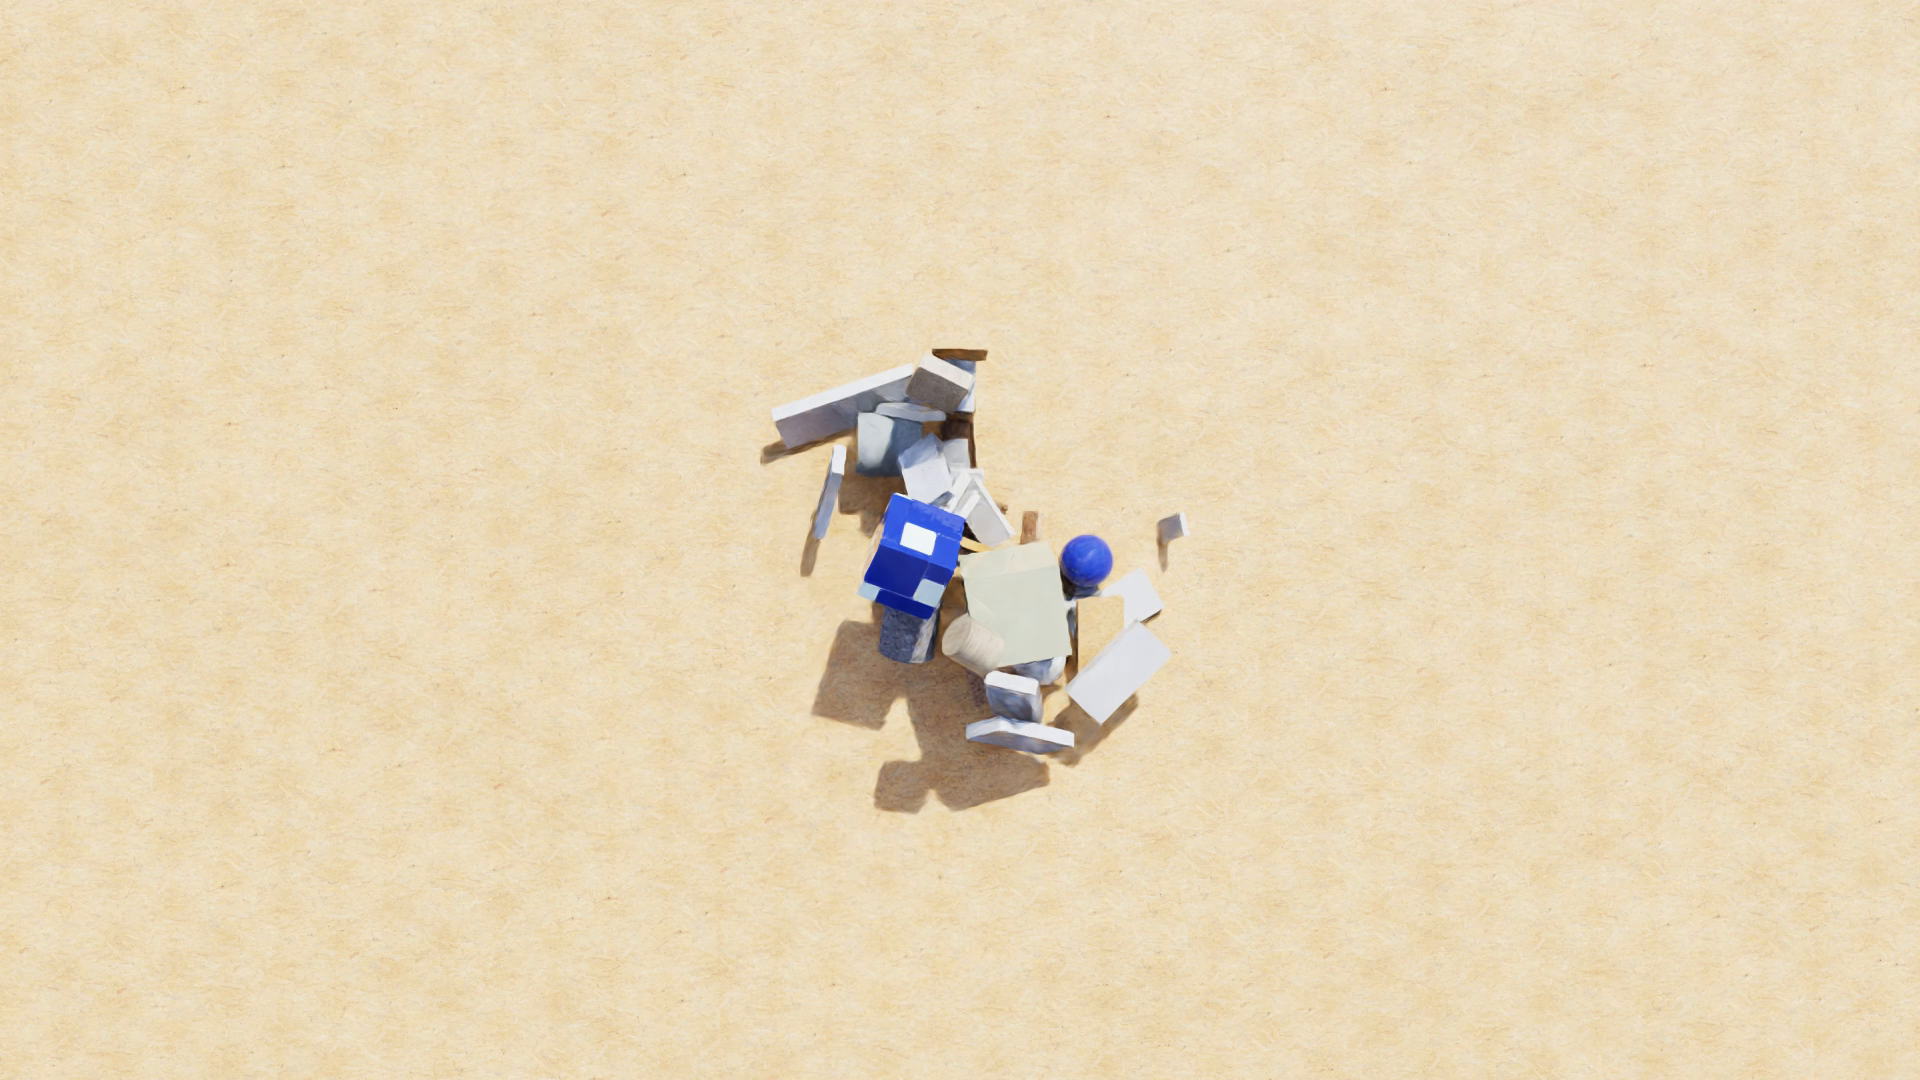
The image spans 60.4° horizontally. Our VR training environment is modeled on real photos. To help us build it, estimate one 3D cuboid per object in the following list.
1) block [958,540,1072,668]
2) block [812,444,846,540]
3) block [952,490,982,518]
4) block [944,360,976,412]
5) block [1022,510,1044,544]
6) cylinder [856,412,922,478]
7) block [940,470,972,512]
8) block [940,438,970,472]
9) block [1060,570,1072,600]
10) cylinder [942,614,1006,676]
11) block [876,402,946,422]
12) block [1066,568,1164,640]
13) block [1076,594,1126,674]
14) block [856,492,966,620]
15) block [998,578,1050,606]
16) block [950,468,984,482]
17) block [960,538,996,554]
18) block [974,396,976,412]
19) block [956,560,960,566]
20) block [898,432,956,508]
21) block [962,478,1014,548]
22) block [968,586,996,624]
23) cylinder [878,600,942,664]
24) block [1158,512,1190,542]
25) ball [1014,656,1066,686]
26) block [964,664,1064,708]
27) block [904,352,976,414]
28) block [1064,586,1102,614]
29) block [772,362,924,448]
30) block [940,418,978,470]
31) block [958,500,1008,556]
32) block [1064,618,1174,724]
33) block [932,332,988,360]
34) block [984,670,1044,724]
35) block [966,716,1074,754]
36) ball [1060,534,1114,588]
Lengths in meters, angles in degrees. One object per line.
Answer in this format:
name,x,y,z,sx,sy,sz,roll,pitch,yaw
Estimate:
block,0.168,0.201,5.150,0.290,0.290,0.290,-10,105,-1
block,-0.419,-0.154,5.302,0.039,0.139,0.285,12,131,-9
block,-0.018,-0.074,5.204,0.028,0.099,0.198,52,46,-18
block,-0.006,-0.521,5.263,0.110,0.031,0.221,3,90,0
block,0.237,-0.012,5.455,0.023,0.082,0.165,6,90,-30
cylinder,-0.231,-0.309,5.391,0.206,0.206,0.206,2,90,-4
block,-0.055,-0.108,5.238,0.039,0.277,0.139,42,121,-8
block,-0.018,-0.229,5.423,0.108,0.030,0.215,-5,122,4
block,0.309,0.125,5.428,0.150,0.021,0.075,35,55,-30
cylinder,0.039,0.312,4.880,0.134,0.134,0.134,34,90,-29
block,-0.158,-0.413,5.329,0.108,0.215,0.030,-8,106,-43
block,0.506,0.236,5.478,0.309,0.044,0.154,-31,90,0
block,0.461,0.340,5.421,0.154,0.044,0.309,-4,107,-10
block,-0.149,0.049,5.015,0.235,0.235,0.235,20,133,-8
block,0.212,0.170,5.488,0.165,0.023,0.082,6,90,0
block,0.014,-0.128,5.436,0.111,0.031,0.222,4,116,-1
block,0.008,0.009,5.287,0.198,0.099,0.028,20,85,-32
block,-0.005,-0.443,5.390,0.110,0.221,0.031,0,89,0
block,0.082,0.093,5.388,0.099,0.198,0.028,33,105,34
block,-0.106,-0.201,5.171,0.139,0.277,0.039,-35,132,18
block,0.072,-0.082,5.362,0.111,0.031,0.222,-34,88,30
block,0.061,0.236,5.441,0.021,0.075,0.150,15,113,-32
cylinder,-0.163,0.281,5.384,0.185,0.185,0.185,9,107,0
block,0.702,-0.041,5.424,0.021,0.150,0.075,-11,86,-22
ball,0.259,0.389,5.371,0.171,0.171,0.171,0,90,0
block,0.179,0.439,5.478,0.309,0.044,0.154,-16,90,0
block,-0.065,-0.478,5.072,0.168,0.337,0.048,25,78,-5
block,0.382,0.190,5.463,0.165,0.082,0.023,-28,135,0
block,-0.366,-0.438,5.416,0.481,0.168,0.048,-19,59,0
block,-0.002,-0.295,5.416,0.108,0.030,0.215,-3,122,4
block,0.065,-0.031,5.437,0.111,0.031,0.222,22,112,-4
block,0.506,0.419,5.271,0.324,0.046,0.162,-45,105,5
block,0.000,-0.595,5.079,0.168,0.337,0.048,2,91,0
block,0.172,0.495,5.167,0.162,0.324,0.046,12,69,11
block,0.193,0.626,5.276,0.324,0.162,0.046,18,64,-39
ball,0.414,0.068,5.412,0.177,0.177,0.177,0,90,0
